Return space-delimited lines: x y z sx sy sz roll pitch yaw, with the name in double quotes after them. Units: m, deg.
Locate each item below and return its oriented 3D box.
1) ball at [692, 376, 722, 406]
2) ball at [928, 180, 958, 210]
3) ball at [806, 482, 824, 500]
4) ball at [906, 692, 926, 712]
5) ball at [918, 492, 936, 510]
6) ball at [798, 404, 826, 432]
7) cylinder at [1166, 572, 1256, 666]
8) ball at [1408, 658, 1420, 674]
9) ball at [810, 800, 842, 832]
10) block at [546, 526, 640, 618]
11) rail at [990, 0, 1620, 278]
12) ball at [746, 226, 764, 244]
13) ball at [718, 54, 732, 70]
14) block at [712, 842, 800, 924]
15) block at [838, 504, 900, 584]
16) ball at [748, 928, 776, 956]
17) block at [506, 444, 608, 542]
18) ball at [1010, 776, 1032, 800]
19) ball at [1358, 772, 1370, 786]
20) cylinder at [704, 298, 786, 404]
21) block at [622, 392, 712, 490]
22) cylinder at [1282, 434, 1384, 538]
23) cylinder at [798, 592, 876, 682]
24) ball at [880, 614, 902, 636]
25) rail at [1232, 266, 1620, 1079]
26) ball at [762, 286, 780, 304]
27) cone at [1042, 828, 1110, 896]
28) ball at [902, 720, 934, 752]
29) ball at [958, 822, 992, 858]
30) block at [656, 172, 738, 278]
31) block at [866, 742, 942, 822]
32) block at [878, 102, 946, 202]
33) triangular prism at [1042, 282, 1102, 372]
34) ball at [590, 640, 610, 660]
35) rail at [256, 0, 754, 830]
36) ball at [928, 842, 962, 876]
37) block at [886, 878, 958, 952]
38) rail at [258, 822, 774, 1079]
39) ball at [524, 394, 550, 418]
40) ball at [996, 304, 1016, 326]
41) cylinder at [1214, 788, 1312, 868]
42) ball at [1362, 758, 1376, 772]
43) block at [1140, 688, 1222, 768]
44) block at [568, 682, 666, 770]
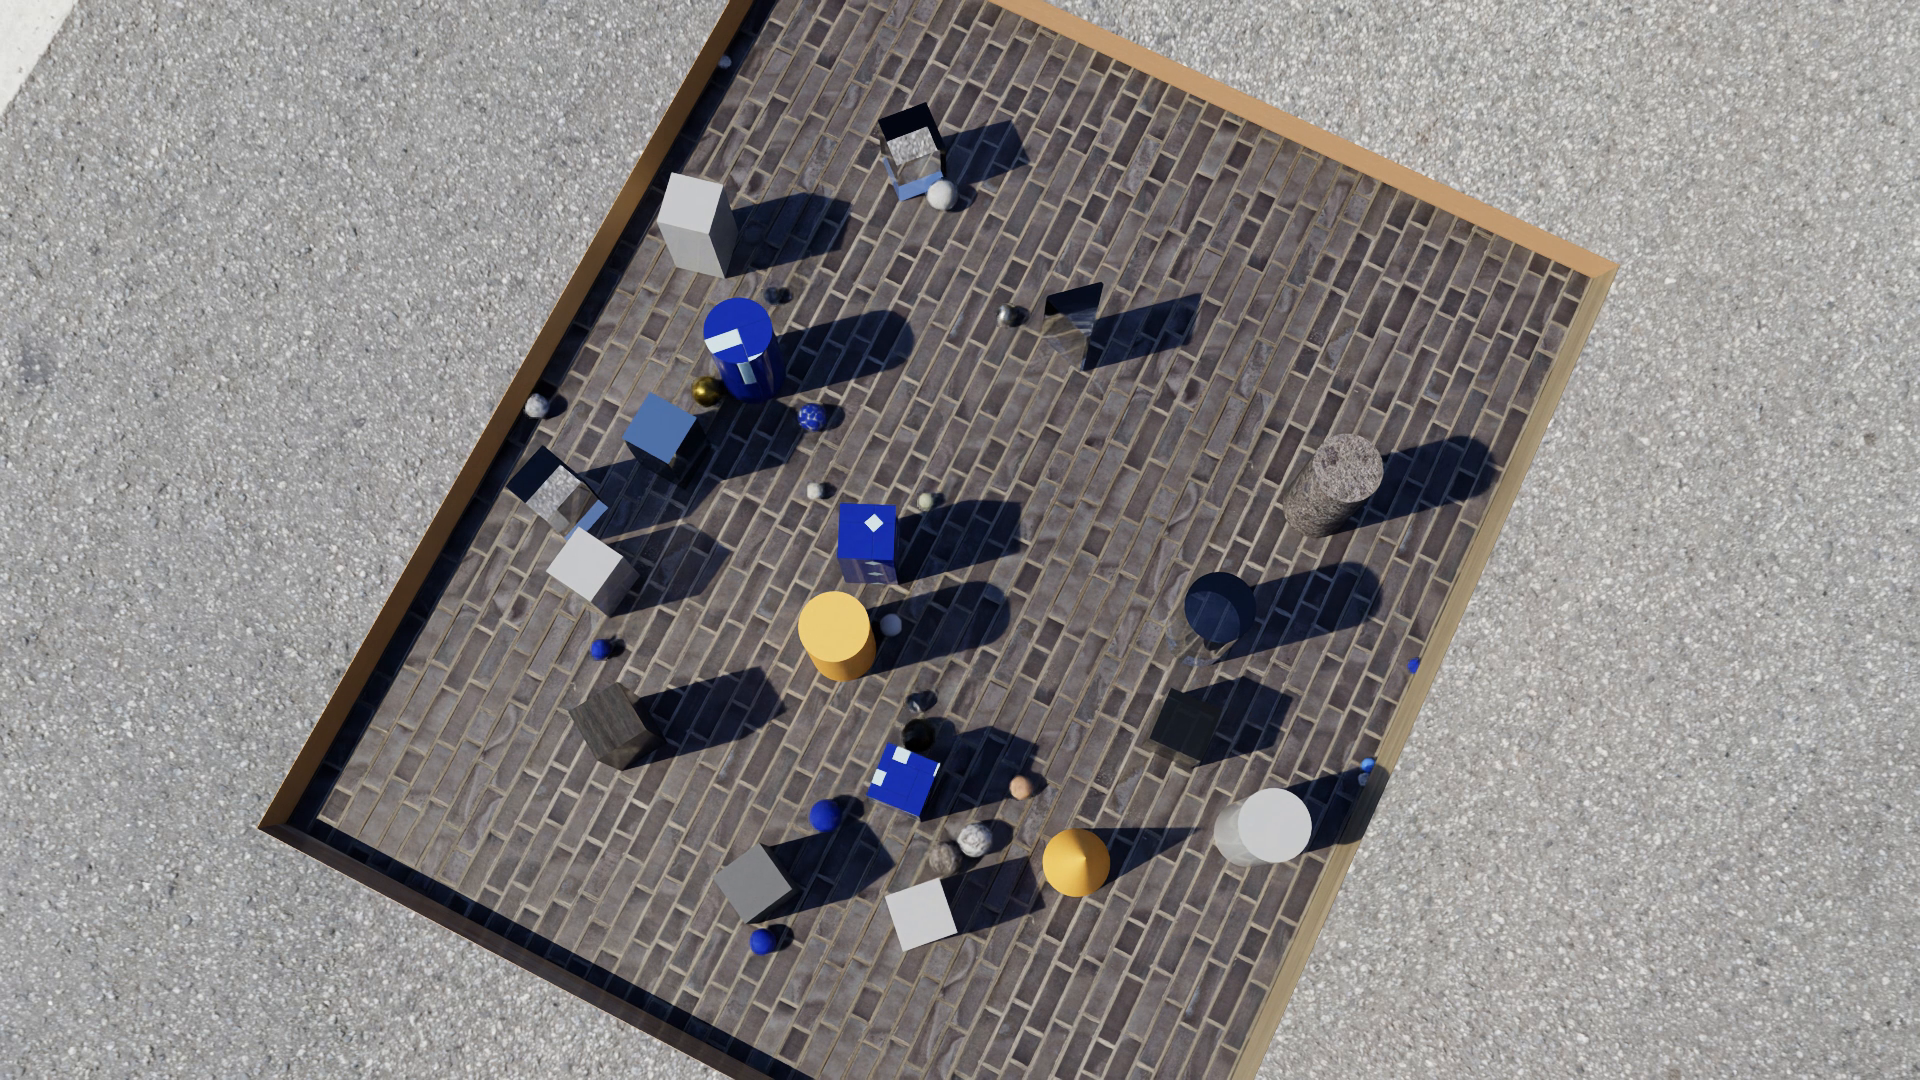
-0.780 -0.458 5.664 0.093 0.093 0.093 0 78 0 "ball"
-0.055 -1.090 5.793 0.097 0.097 0.097 0 78 0 "ball"
-0.443 -0.150 5.619 0.055 0.055 0.055 0 78 0 "ball"
-0.134 0.485 5.486 0.060 0.060 0.060 0 78 0 "ball"
-0.101 -0.120 5.615 0.051 0.051 0.051 0 78 0 "ball"
-0.456 -0.378 5.650 0.087 0.087 0.087 0 78 0 "ball"
0.721 0.236 5.316 0.200 0.494 0.200 0 78 0 "cylinder"
1.370 0.379 5.515 0.045 0.045 0.045 0 78 0 "ball"
-0.396 0.812 5.400 0.096 0.096 0.096 0 78 0 "ball"
-1.087 0.099 5.446 0.160 0.293 0.160 33 80 6 "block"
0.742 -1.446 5.849 2.880 0.130 0.045 26 80 5 "rail"
-0.648 -0.962 5.786 0.058 0.058 0.058 0 78 0 "ball"
-0.761 -1.543 5.912 0.047 0.047 0.047 0 78 0 "ball"
-0.580 0.987 5.259 0.160 0.300 0.160 -36 81 -7 "block"
-0.266 0.016 5.413 0.160 0.393 0.160 2 78 0 "block"
-0.575 1.170 5.334 0.079 0.079 0.079 0 78 0 "ball"
-1.195 -0.127 5.453 0.160 0.373 0.160 39 81 7 "block"
0.181 0.732 5.429 0.070 0.070 0.070 0 78 0 "ball"
1.205 0.713 5.447 0.043 0.043 0.043 0 78 0 "ball"
-0.644 -0.564 5.517 0.200 0.424 0.200 0 78 0 "cylinder"
-0.877 -0.294 5.508 0.160 0.333 0.160 29 80 6 "block"
1.092 -0.153 5.397 0.200 0.492 0.200 0 78 0 "cylinder"
-0.353 0.286 5.337 0.200 0.431 0.200 0 78 0 "cylinder"
-0.209 0.258 5.528 0.069 0.069 0.069 0 78 0 "ball"
1.267 0.627 5.419 0.045 0.130 3.365 26 80 5 "rail"
-0.590 -0.765 5.746 0.056 0.056 0.056 0 78 0 "ball"
0.345 0.913 5.221 0.200 0.405 0.200 0 78 0 "cone"
-0.125 0.582 5.446 0.098 0.098 0.098 0 78 0 "ball"
0.044 0.881 5.383 0.100 0.100 0.100 0 78 0 "ball"
-0.800 -0.959 5.618 0.160 0.385 0.160 14 79 3 "block"
-0.160 0.705 5.311 0.160 0.313 0.160 21 79 4 "block"
-0.148 -1.209 5.721 0.160 0.286 0.160 -21 79 -4 "block"
0.369 -0.671 5.573 0.173 0.358 0.150 44 82 8 "triangular prism"
-1.082 0.329 5.518 0.061 0.061 0.061 0 78 0 "ball"
-1.267 -0.613 5.676 0.045 0.130 3.365 26 80 5 "rail"
-0.043 0.935 5.372 0.099 0.099 0.099 0 78 0 "ball"
-0.109 1.074 5.254 0.160 0.276 0.160 -19 79 -4 "block"
-0.742 1.460 5.247 2.880 0.130 0.045 26 80 5 "rail"
-1.308 -0.414 5.664 0.075 0.075 0.075 0 78 0 "ball"
0.144 -0.702 5.728 0.066 0.066 0.066 0 78 0 "ball"
0.853 0.821 5.201 0.200 0.480 0.200 0 78 0 "cylinder"
1.217 0.671 5.455 0.045 0.045 0.045 0 78 0 "ball"
0.646 0.554 5.366 0.160 0.266 0.160 24 79 5 "block"
-0.987 0.544 5.311 0.160 0.379 0.160 -32 80 -6 "block"
